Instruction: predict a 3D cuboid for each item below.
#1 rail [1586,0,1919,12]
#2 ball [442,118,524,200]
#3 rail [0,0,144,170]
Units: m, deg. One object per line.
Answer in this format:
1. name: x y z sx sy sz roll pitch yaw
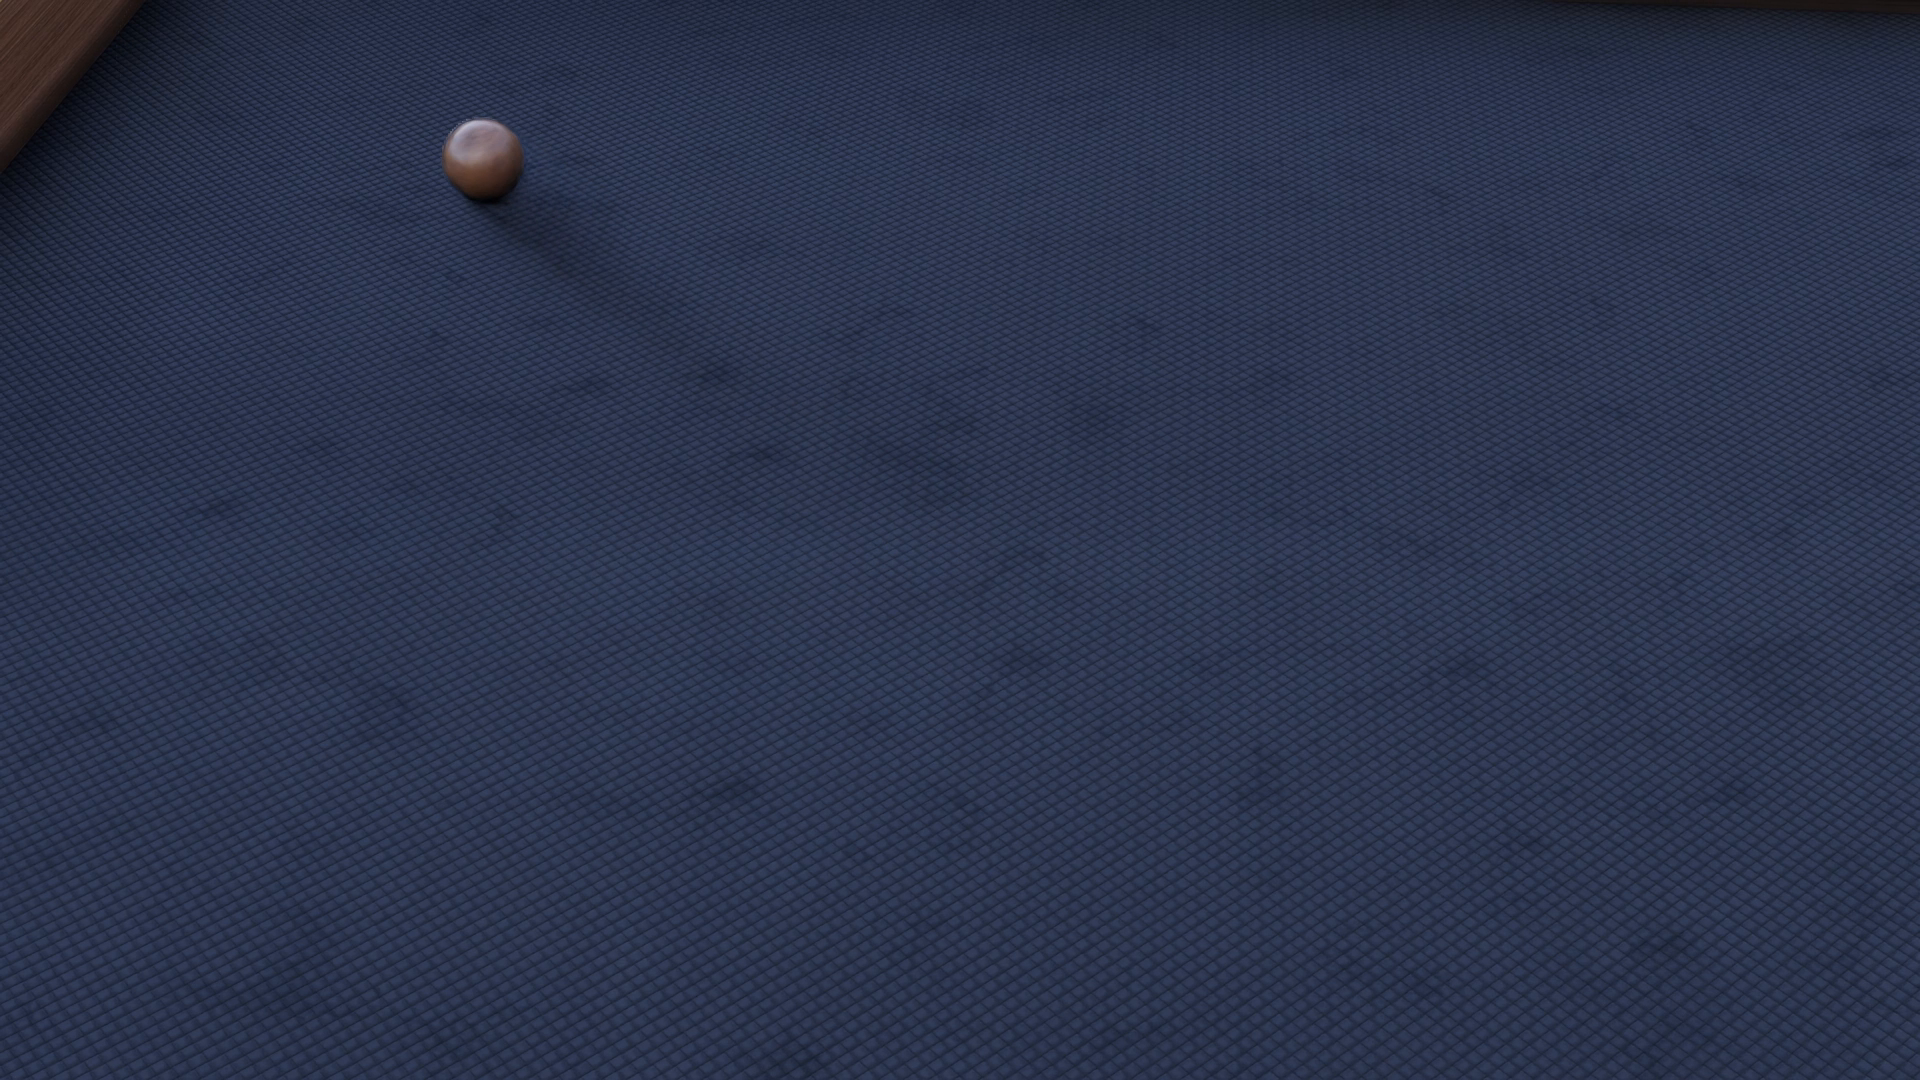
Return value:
1. rail: 0.979 -0.559 2.480 3.587 0.128 0.045 3 36 4
2. ball: -0.410 -0.328 2.210 0.069 0.069 0.069 0 36 0
3. rail: -0.870 -0.074 1.803 0.045 0.128 2.026 3 36 4
